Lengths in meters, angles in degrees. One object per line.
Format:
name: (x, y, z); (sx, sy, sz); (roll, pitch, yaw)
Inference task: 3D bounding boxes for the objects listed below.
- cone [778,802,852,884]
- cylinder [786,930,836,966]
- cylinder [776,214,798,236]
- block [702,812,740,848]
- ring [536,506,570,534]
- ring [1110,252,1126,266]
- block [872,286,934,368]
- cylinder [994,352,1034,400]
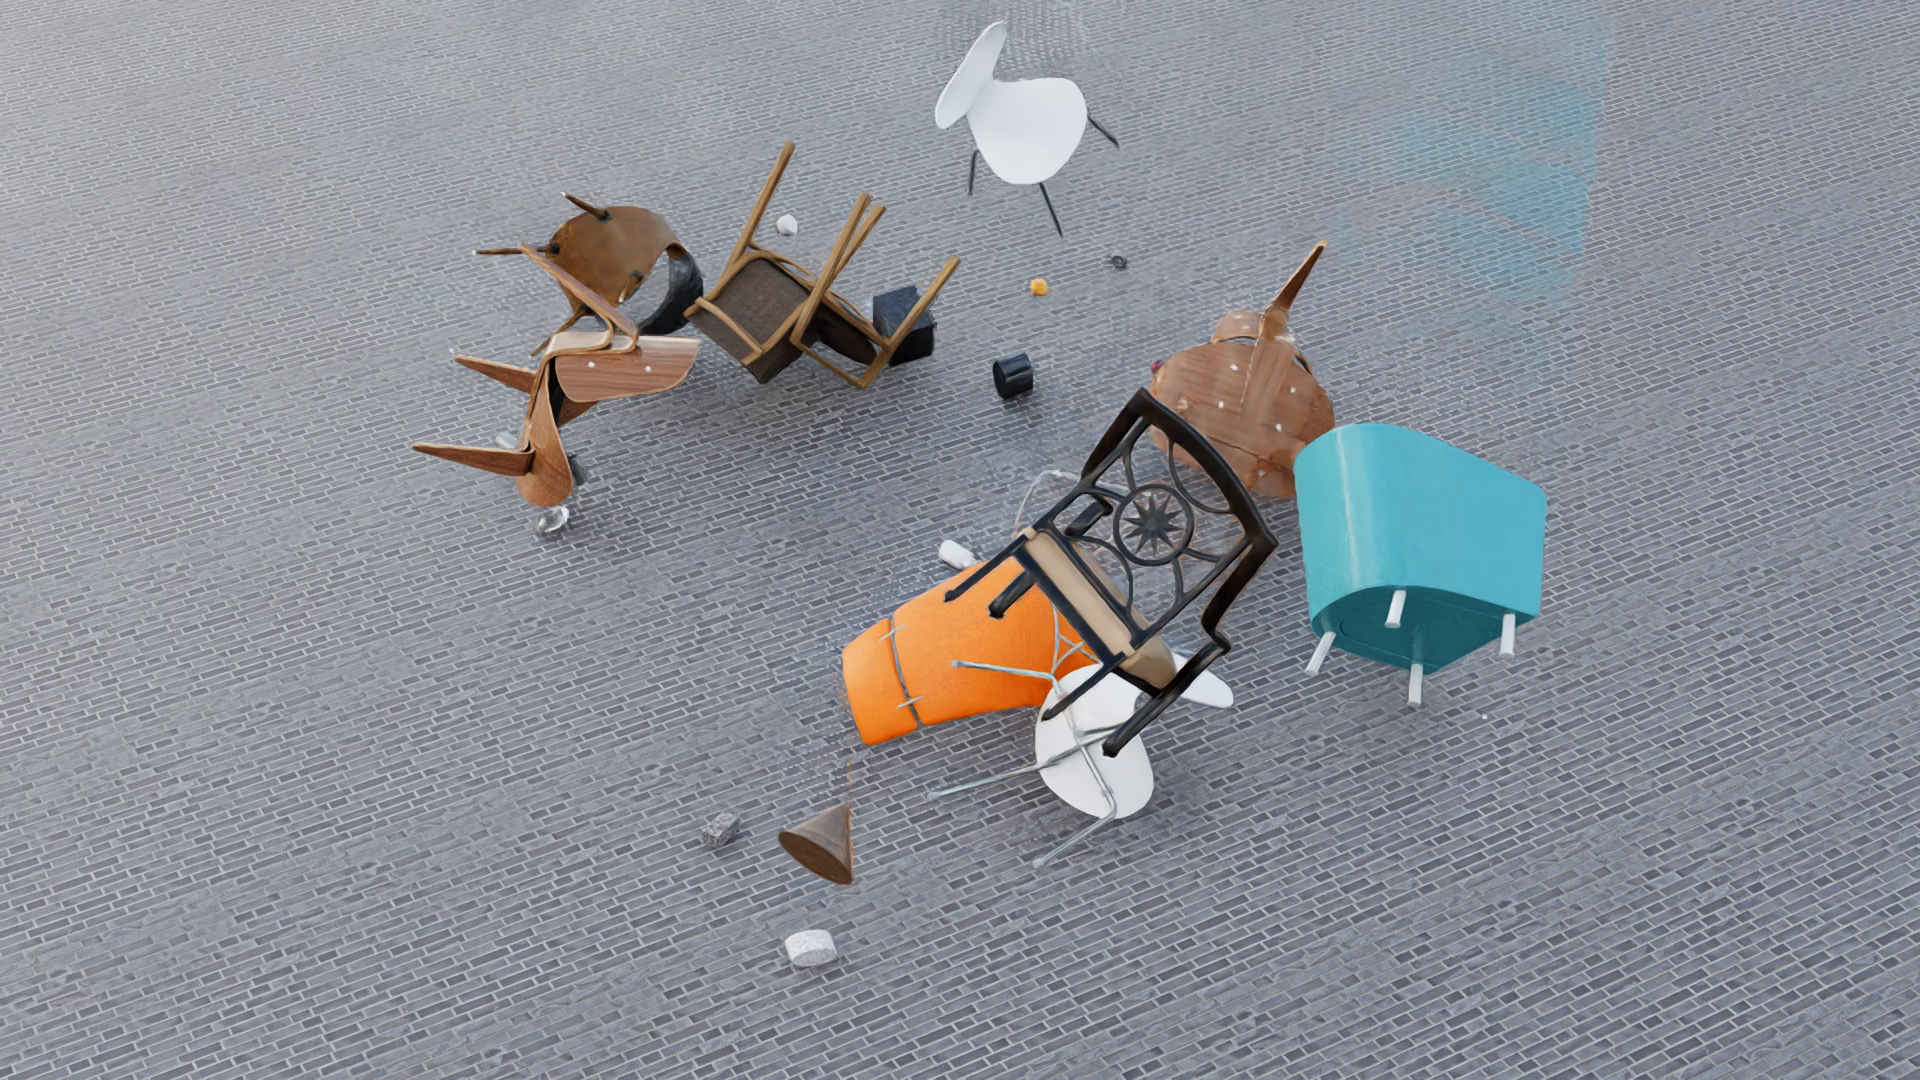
cone: (-0.405, 0.915, 9.256); (0.275, 0.125, 0.265); (35, 45, -4)
cylinder: (-0.456, 1.249, 8.972); (0.146, 0.073, 0.080); (-5, 56, -8)
cylinder: (-0.649, -1.182, 11.023); (0.050, 0.075, 0.060); (-34, 10, -31)
block: (-0.774, 0.938, 9.475); (0.062, 0.051, 0.118); (18, 38, 25)
ring: (-1.526, -0.076, 10.982); (0.133, 0.050, 0.150); (-19, 21, 26)
ring: (0.688, -1.221, 12.738); (0.072, 0.066, 0.033); (-2, 30, 19)
block: (-0.234, -0.876, 12.003); (0.181, 0.212, 0.213); (-18, 61, -15)
cylinder: (0.216, -0.661, 11.805); (0.147, 0.155, 0.071); (-22, 17, -36)
